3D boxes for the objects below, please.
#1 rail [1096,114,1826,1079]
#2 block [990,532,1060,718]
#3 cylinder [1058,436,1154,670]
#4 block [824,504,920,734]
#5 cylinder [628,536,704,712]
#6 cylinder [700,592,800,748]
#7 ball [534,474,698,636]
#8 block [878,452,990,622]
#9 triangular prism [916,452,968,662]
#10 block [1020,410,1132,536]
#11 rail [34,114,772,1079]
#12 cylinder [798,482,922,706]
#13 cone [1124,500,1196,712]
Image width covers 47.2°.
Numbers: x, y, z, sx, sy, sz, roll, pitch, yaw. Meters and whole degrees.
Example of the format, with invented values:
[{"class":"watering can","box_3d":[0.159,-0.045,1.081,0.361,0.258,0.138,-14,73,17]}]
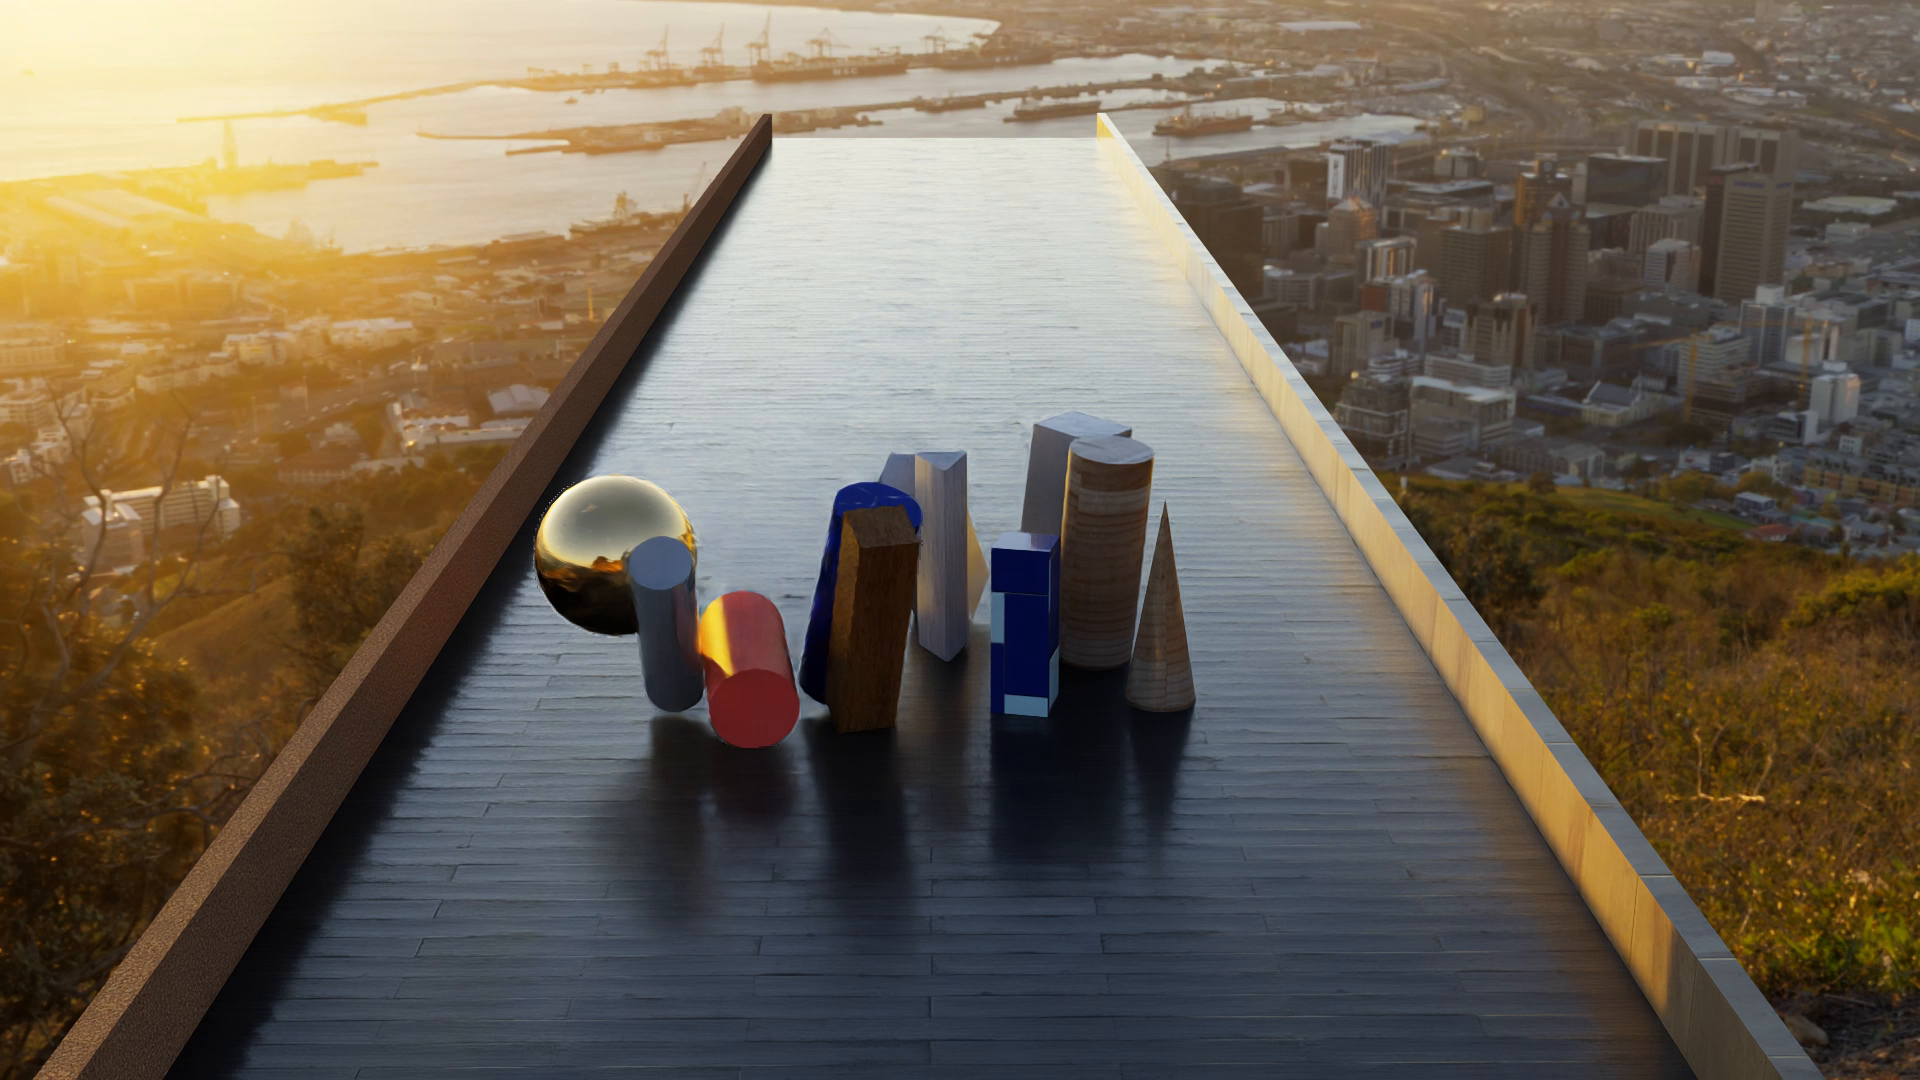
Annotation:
[{"class":"rail","box_3d":[0.932,-0.844,7.801,0.050,0.150,12.000,0,17,-1]},{"class":"block","box_3d":[0.123,0.158,4.130,0.109,0.323,0.109,4,17,13]},{"class":"cylinder","box_3d":[0.279,0.025,4.349,0.166,0.435,0.166,4,22,-2]},{"class":"block","box_3d":[-0.162,0.147,3.954,0.108,0.436,0.108,-5,40,-18]},{"class":"cylinder","box_3d":[-0.529,0.158,3.988,0.111,0.419,0.111,2,55,-2]},{"class":"cylinder","box_3d":[-0.394,0.237,4.078,0.161,0.161,0.329,-3,24,-9]},{"class":"ball","box_3d":[-0.642,0.028,4.104,0.301,0.301,0.301,0,17,0]},{"class":"block","box_3d":[-0.059,-0.002,4.558,0.131,0.378,0.131,6,53,21]},{"class":"triangular prism","box_3d":[-0.021,0.026,4.377,0.087,0.419,0.100,-18,30,-31]},{"class":"block","box_3d":[0.226,-0.027,4.518,0.146,0.439,0.146,20,24,30]},{"class":"rail","box_3d":[-1.118,-0.838,7.780,0.050,0.150,12.000,0,17,-1]},{"class":"cylinder","box_3d":[-0.190,0.106,4.094,0.161,0.412,0.161,10,35,-7]},{"class":"cone","box_3d":[0.382,0.113,4.147,0.138,0.399,0.138,0,17,0]}]
